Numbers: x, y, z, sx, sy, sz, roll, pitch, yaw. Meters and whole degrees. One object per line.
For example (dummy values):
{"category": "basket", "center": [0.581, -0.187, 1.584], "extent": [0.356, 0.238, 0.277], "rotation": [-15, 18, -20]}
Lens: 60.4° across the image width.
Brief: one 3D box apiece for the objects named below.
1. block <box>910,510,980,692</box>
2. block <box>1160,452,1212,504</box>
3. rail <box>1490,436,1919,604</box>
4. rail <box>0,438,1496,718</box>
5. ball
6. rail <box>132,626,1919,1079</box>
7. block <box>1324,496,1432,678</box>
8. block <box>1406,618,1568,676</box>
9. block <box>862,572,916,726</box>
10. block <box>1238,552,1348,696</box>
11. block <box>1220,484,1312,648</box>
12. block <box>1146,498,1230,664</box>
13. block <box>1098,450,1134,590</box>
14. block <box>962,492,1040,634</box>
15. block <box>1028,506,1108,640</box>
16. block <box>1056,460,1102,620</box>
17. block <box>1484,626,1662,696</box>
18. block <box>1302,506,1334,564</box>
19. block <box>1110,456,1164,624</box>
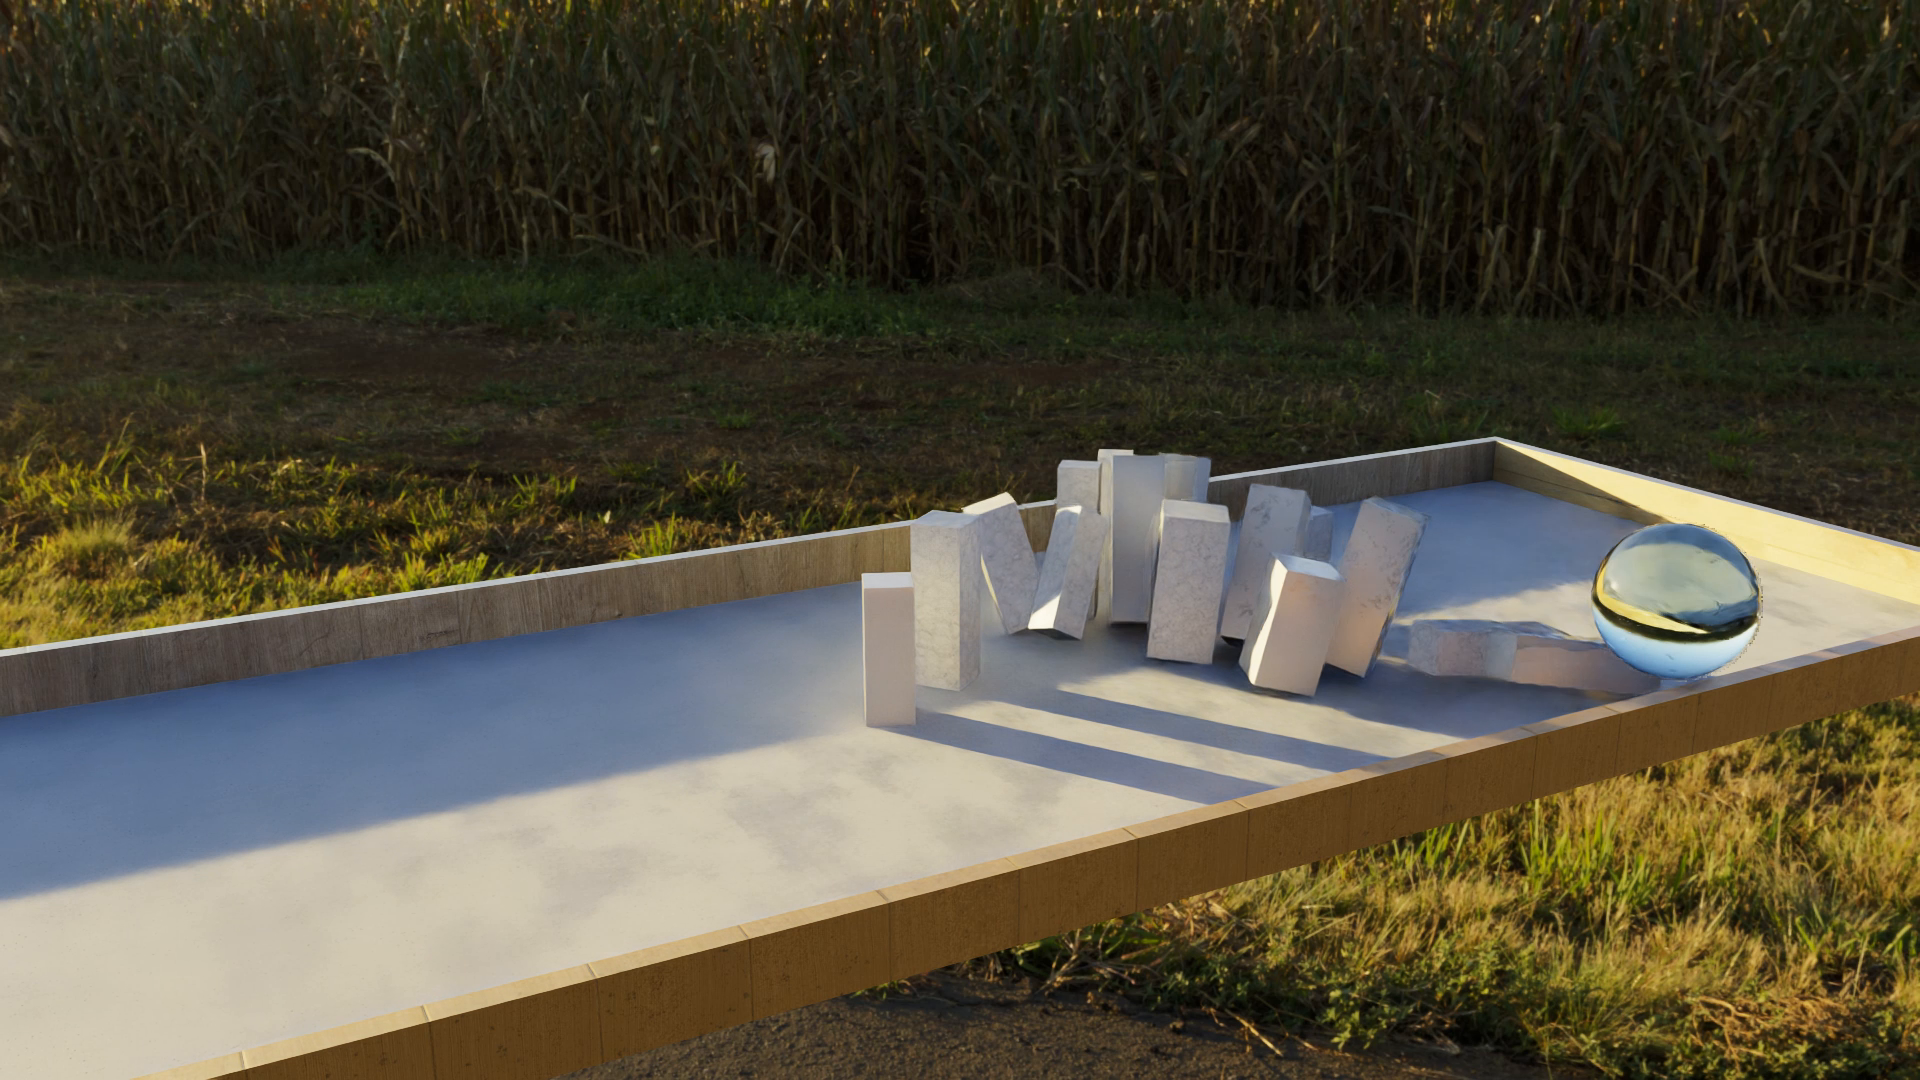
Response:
{"category": "block", "center": [-0.034, 0.150, 4.104], "extent": [0.131, 0.418, 0.131], "rotation": [7, 18, 23]}
{"category": "block", "center": [0.607, -0.023, 4.641], "extent": [0.113, 0.432, 0.113], "rotation": [9, 4, 28]}
{"category": "rail", "center": [2.466, -0.048, 5.253], "extent": [0.050, 0.150, 2.100], "rotation": [-9, 18, -27]}
{"category": "rail", "center": [-3.305, 0.497, 3.399], "extent": [12.000, 0.150, 0.050], "rotation": [-9, 18, -27]}
{"category": "ball", "center": [1.631, 0.138, 3.763], "extent": [0.357, 0.357, 0.357], "rotation": [0, 16, 0]}
{"category": "rail", "center": [-2.336, 1.006, 1.665], "extent": [12.000, 0.150, 0.050], "rotation": [-9, 18, -27]}
{"category": "block", "center": [1.030, 0.115, 4.152], "extent": [0.150, 0.415, 0.150], "rotation": [22, 15, 20]}
{"category": "block", "center": [1.319, 0.271, 4.126], "extent": [0.384, 0.114, 0.114], "rotation": [2, 11, -21]}
{"category": "block", "center": [-0.168, 0.256, 3.879], "extent": [0.115, 0.340, 0.115], "rotation": [-2, 16, -6]}
{"category": "block", "center": [0.820, 0.207, 4.072], "extent": [0.156, 0.300, 0.156], "rotation": [11, 15, -8]}
{"category": "block", "center": [0.804, 0.076, 4.323], "extent": [0.143, 0.411, 0.143], "rotation": [9, -11, 21]}
{"category": "block", "center": [0.591, 0.107, 4.291], "extent": [0.168, 0.382, 0.168], "rotation": [6, 17, 5]}
{"category": "block", "center": [0.453, -0.060, 4.849], "extent": [0.101, 0.400, 0.101], "rotation": [2, 16, 6]}
{"category": "block", "center": [0.130, 0.062, 4.480], "extent": [0.132, 0.342, 0.132], "rotation": [-20, 14, -4]}
{"category": "block", "center": [0.291, 0.090, 4.408], "extent": [0.102, 0.340, 0.102], "rotation": [24, -17, -32]}
{"category": "block", "center": [0.329, -0.001, 4.590], "extent": [0.111, 0.426, 0.111], "rotation": [3, 13, 9]}
{"category": "block", "center": [1.489, 0.295, 3.994], "extent": [0.407, 0.114, 0.114], "rotation": [6, 5, -14]}
{"category": "block", "center": [0.912, 0.069, 4.552], "extent": [0.152, 0.318, 0.152], "rotation": [-8, 18, -27]}
{"category": "block", "center": [0.484, 0.003, 4.515], "extent": [0.139, 0.449, 0.139], "rotation": [1, -6, 2]}
